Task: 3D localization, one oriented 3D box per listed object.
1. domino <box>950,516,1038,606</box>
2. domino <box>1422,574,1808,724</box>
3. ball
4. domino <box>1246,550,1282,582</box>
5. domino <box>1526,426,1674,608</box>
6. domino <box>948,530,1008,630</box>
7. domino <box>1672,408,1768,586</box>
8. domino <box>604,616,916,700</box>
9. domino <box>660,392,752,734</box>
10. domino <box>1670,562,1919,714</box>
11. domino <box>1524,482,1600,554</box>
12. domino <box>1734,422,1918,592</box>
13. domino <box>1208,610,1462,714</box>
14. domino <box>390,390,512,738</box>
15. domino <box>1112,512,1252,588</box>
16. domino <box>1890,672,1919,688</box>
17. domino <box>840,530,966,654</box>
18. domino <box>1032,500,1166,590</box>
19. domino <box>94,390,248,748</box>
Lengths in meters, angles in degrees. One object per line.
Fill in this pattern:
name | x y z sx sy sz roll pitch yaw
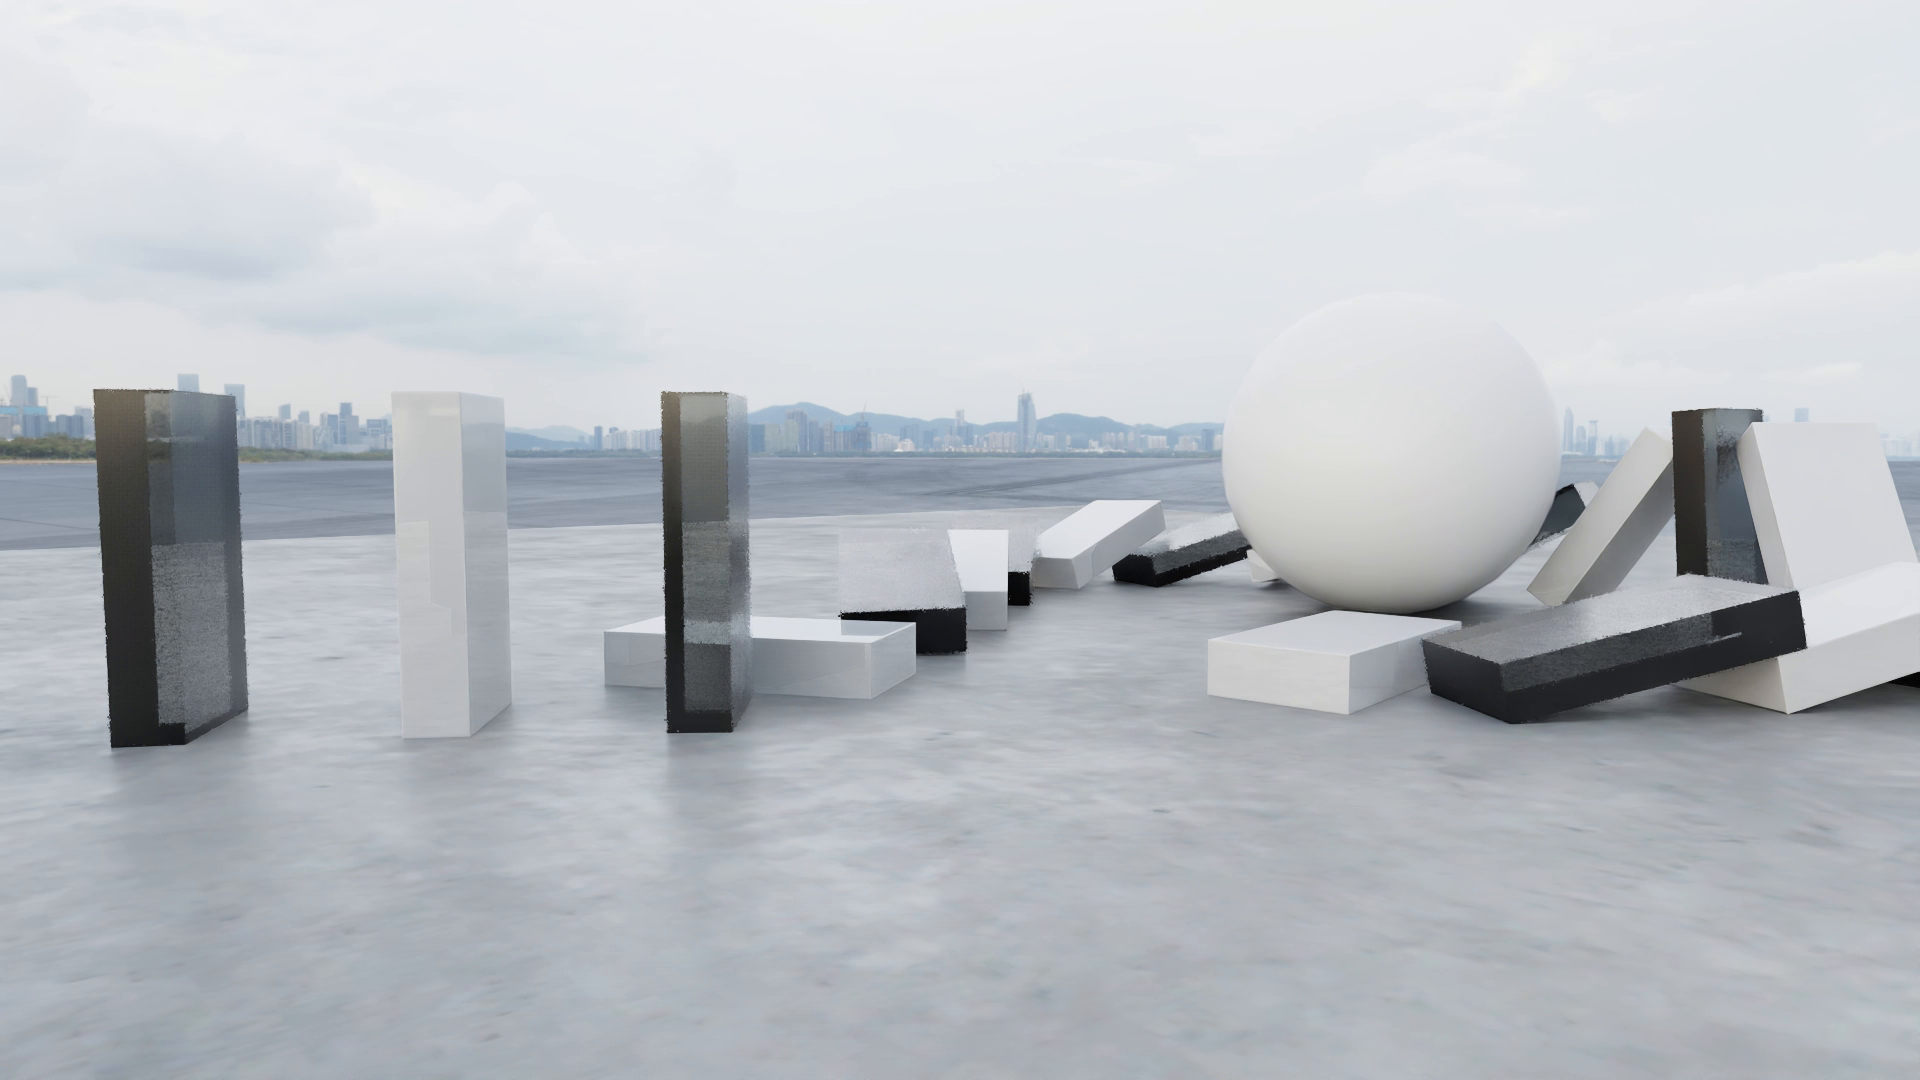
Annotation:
domino | 0.008 0.005 0.361 0.025 0.010 0.050 0 18 6
domino | 0.105 0.017 0.209 0.050 0.009 0.025 -13 6 -6
ball | 0.106 -0.021 0.319 0.080 0.080 0.080 0 4 0
domino | 0.112 0.004 0.373 0.050 0.009 0.025 -11 -6 28
domino | 0.166 -0.005 0.320 0.025 0.050 0.009 -3 39 -38
domino | -0.001 0.009 0.316 0.025 0.009 0.050 0 17 2
domino | 0.177 -0.005 0.299 0.025 0.050 0.010 -3 1 -37
domino | -0.036 0.020 0.232 0.050 0.010 0.025 1 4 16
domino | -0.039 0.003 0.200 0.010 0.050 0.025 0 4 -3
domino | 0.151 0.016 0.218 0.050 0.010 0.025 -15 7 -10
domino | 0.146 0.000 0.346 0.050 0.010 0.025 -33 -16 35
domino | 0.187 -0.002 0.275 0.025 0.050 0.009 1 -28 8
domino | 0.068 0.021 0.228 0.025 0.009 0.050 4 6 40
domino | -0.077 0.003 0.196 0.009 0.050 0.025 0 4 -6
domino | 0.075 0.002 0.400 0.050 0.009 0.025 -16 10 -22
domino | 0.188 0.020 0.239 0.050 0.009 0.025 -2 5 -21
domino | -0.013 0.010 0.280 0.025 0.009 0.050 -2 19 -4
domino | 0.039 0.001 0.394 0.025 0.009 0.050 2 22 41
domino | -0.117 0.003 0.191 0.009 0.050 0.025 -1 4 -11
